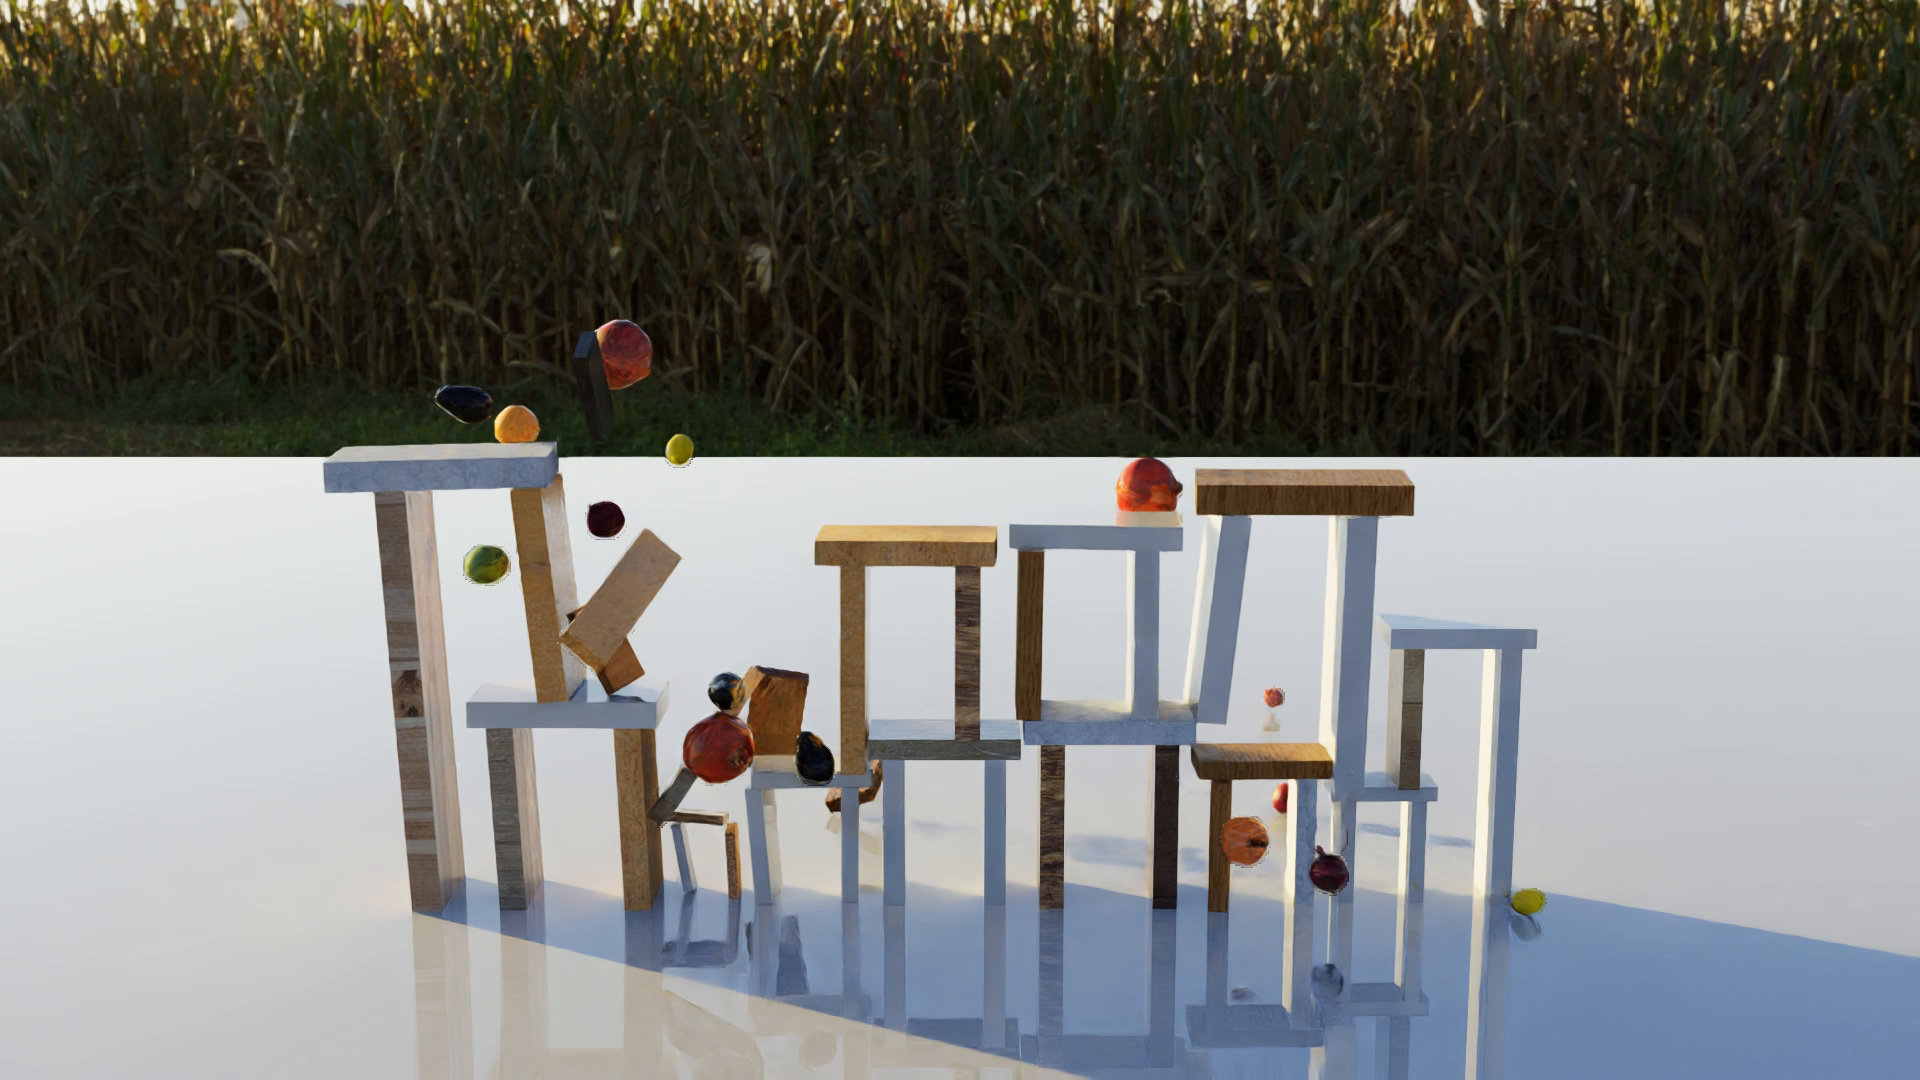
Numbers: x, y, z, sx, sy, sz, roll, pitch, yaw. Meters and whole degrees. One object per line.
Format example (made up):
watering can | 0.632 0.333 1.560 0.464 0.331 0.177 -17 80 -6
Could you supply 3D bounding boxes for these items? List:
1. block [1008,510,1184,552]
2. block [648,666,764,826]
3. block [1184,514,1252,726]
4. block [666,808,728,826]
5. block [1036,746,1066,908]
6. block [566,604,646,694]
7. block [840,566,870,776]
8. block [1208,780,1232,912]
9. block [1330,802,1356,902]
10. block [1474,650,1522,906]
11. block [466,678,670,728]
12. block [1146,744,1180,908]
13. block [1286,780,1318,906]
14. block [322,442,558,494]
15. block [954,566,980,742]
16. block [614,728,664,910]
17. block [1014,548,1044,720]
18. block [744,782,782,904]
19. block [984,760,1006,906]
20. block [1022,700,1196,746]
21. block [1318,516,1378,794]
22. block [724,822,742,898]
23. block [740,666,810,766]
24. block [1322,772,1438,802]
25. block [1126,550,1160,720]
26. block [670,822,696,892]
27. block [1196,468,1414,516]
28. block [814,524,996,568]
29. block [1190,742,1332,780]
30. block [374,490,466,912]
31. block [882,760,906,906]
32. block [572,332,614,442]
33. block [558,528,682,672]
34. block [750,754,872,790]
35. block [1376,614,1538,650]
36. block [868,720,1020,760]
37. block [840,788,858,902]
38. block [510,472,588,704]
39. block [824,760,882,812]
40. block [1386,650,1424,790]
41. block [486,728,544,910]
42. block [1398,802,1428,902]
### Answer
block | 0.222 -0.016 3.572 0.277 0.039 0.139 1 11 5
block | -0.417 0.337 3.618 0.286 0.027 0.095 -58 7 -35
block | 0.418 0.114 3.587 0.048 0.339 0.170 5 10 -3
block | -0.449 0.463 3.687 0.113 0.016 0.057 5 0 2
block | 0.150 0.455 3.639 0.039 0.277 0.139 0 11 0
block | -0.576 0.171 3.581 0.021 0.147 0.073 -22 7 42
block | -0.172 0.198 3.602 0.041 0.345 0.144 1 11 1
block | 0.428 0.490 3.615 0.031 0.216 0.108 2 11 9
block | 0.636 0.505 3.652 0.025 0.174 0.087 0 11 0
block | 0.887 0.378 3.626 0.033 0.433 0.117 0 11 0
block | -0.639 0.267 3.604 0.306 0.043 0.153 0 11 0
block | 0.335 0.454 3.639 0.039 0.277 0.139 0 11 0
block | 0.566 0.484 3.646 0.031 0.216 0.108 0 11 0
block | -0.828 -0.118 3.528 0.346 0.049 0.173 -2 11 -5
block | 0.012 0.171 3.592 0.041 0.287 0.144 0 11 0
block | -0.530 0.440 3.637 0.043 0.306 0.153 -2 11 0
block | 0.112 0.142 3.588 0.039 0.277 0.139 1 11 0
block | -0.325 0.493 3.649 0.028 0.197 0.099 -3 10 7
block | 0.057 0.468 3.650 0.035 0.248 0.124 0 11 0
block | 0.242 0.299 3.611 0.277 0.039 0.139 0 11 0
block | 0.633 0.169 3.594 0.048 0.457 0.170 1 11 0
block | -0.377 0.533 3.661 0.016 0.113 0.057 -2 11 0
block | -0.325 0.316 3.865 0.095 0.191 0.027 9 26 -3
block | 0.693 0.407 3.633 0.174 0.025 0.087 0 11 0
block | 0.298 0.142 3.590 0.039 0.277 0.139 0 11 -1
block | -0.461 0.527 3.672 0.016 0.113 0.057 -11 0 0
block | 0.551 -0.078 3.542 0.339 0.048 0.170 0 11 5
block | -0.085 0.009 3.566 0.287 0.041 0.144 0 11 2
block | 0.495 0.364 3.620 0.216 0.031 0.108 0 11 -1
block | -0.882 0.248 3.603 0.049 0.695 0.173 -2 11 0
block | -0.108 0.468 3.650 0.035 0.248 0.124 0 11 0
block | -0.546 -0.229 3.275 0.021 0.147 0.073 -2 36 7
block | -0.500 0.084 3.266 0.073 0.021 0.367 41 25 -8
block | -0.247 0.382 3.630 0.197 0.028 0.099 0 11 -6
block | 0.808 0.148 3.583 0.235 0.033 0.117 0 11 0
block | -0.025 0.329 3.624 0.248 0.035 0.124 0 11 0
block | -0.184 0.492 3.656 0.028 0.197 0.099 0 11 -4
block | -0.666 0.074 3.570 0.049 0.346 0.173 -5 10 2
block | -0.185 0.433 4.149 0.095 0.027 0.191 -19 26 24
block | 0.730 0.280 3.608 0.033 0.235 0.117 0 11 0
block | -0.735 0.440 3.637 0.043 0.306 0.153 -2 11 0
block | 0.751 0.505 3.652 0.025 0.174 0.087 0 11 0
